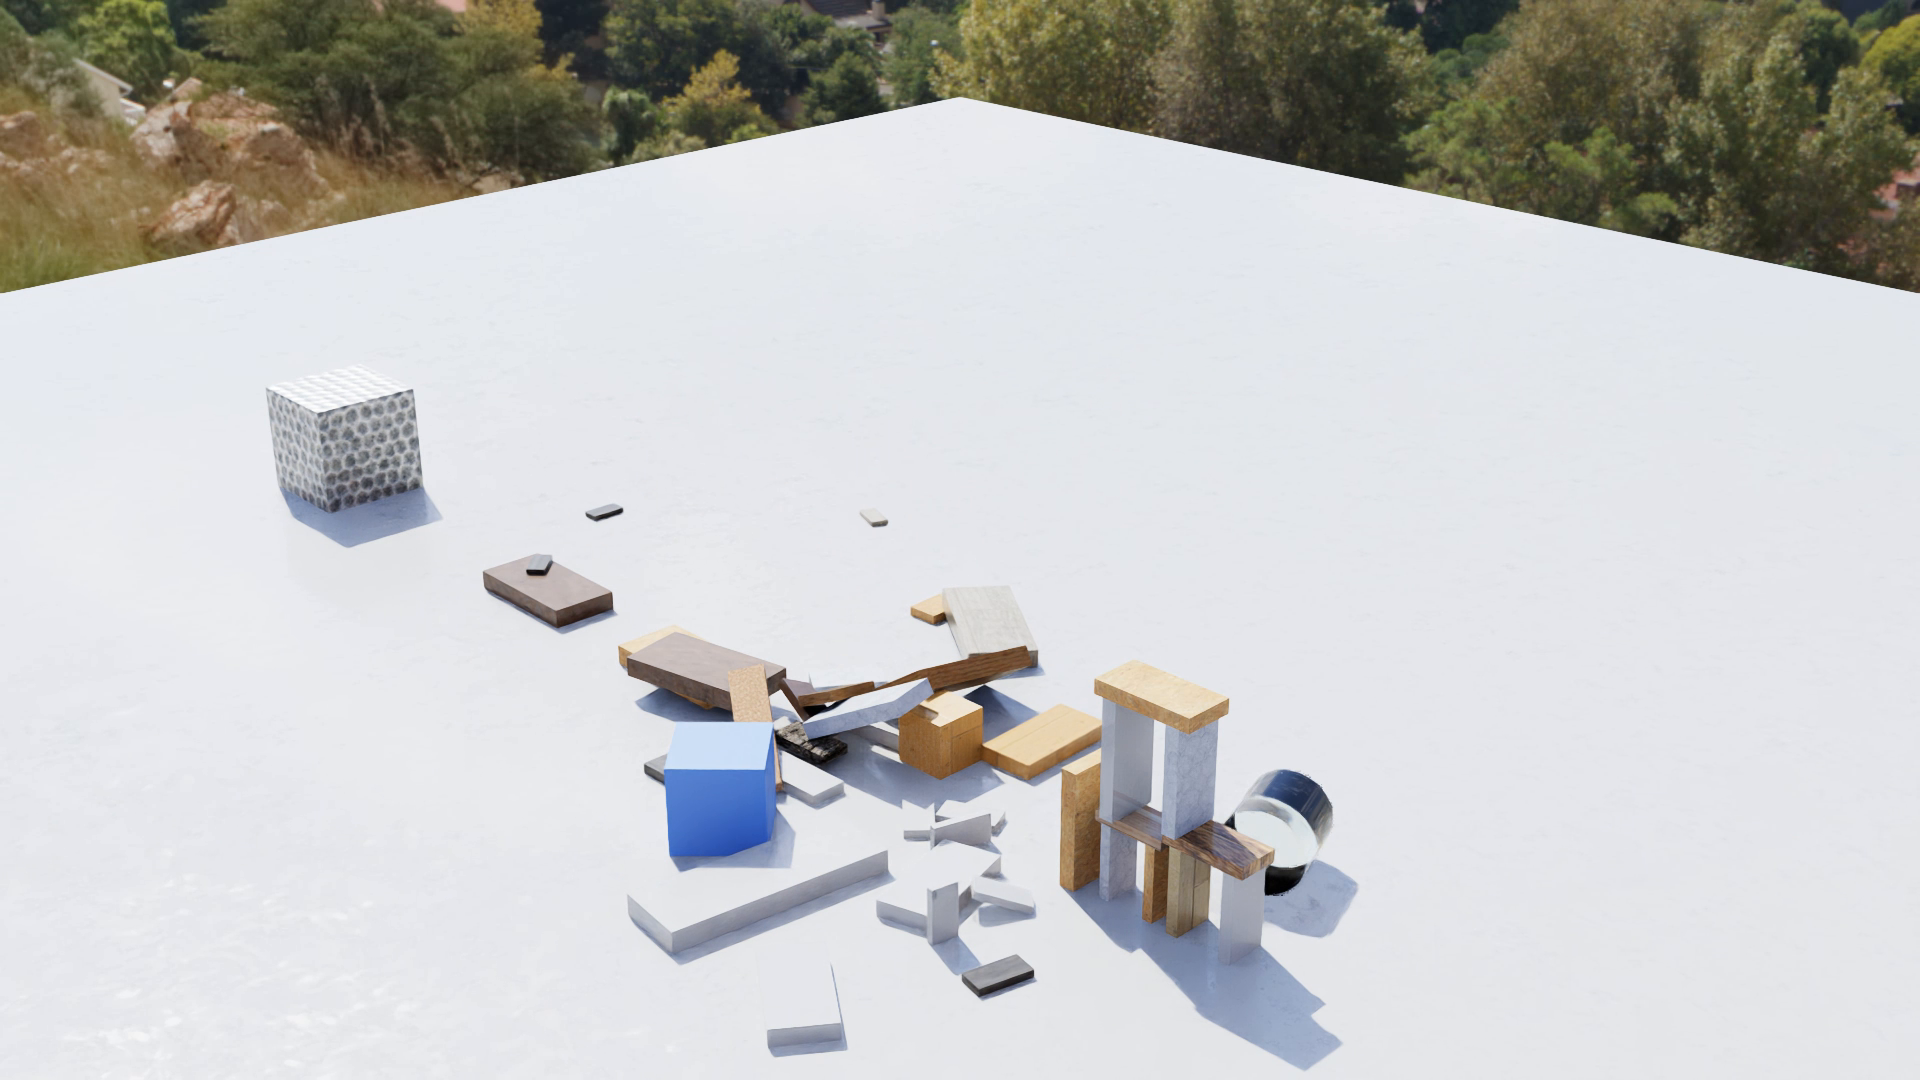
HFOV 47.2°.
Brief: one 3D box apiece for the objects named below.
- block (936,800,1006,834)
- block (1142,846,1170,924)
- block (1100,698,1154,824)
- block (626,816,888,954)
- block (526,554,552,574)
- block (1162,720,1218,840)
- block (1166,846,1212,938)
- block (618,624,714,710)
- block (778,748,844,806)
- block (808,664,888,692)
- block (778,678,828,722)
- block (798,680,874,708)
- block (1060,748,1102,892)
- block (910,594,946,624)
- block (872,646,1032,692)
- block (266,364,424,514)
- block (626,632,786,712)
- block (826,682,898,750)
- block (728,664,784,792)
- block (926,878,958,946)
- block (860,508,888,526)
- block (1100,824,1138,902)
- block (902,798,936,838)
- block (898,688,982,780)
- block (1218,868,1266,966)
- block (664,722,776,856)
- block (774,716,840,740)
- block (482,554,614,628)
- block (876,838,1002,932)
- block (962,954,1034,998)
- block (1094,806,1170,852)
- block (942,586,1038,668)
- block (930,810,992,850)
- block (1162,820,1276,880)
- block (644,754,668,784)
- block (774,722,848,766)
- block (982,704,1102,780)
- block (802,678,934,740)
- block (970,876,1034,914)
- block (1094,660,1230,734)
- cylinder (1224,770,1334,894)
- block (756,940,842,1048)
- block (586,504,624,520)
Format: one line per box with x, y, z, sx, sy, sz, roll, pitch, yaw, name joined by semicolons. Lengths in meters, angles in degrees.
0.021;0.557;4.425;0.127;0.018;0.063;8;24;19;block
0.376;0.624;4.084;0.023;0.161;0.081;21;31;41;block
0.309;0.389;4.055;0.111;0.249;0.031;-21;31;-40;block
-0.379;0.648;4.173;0.479;0.047;0.165;-16;28;-34;block
-1.048;0.061;5.483;0.046;0.013;0.093;1;23;2;block
0.414;0.417;3.953;0.111;0.222;0.031;-21;31;-40;block
0.421;0.630;4.039;0.026;0.184;0.092;21;31;41;block
-0.617;0.287;5.025;0.163;0.046;0.326;-21;31;-40;block
-0.372;0.480;4.598;0.290;0.024;0.084;21;31;40;block
-0.253;0.318;4.980;0.168;0.024;0.084;-5;23;-11;block
-0.329;0.357;4.773;0.076;0.022;0.152;14;23;-39;block
-0.266;0.333;4.761;0.084;0.024;0.168;-11;-1;33;block
0.248;0.530;4.186;0.127;0.254;0.036;-21;31;-40;block
-0.037;0.160;5.356;0.079;0.022;0.158;20;30;39;block
-0.016;0.301;4.821;0.329;0.047;0.165;-10;-11;-44;block
-1.694;-0.283;6.058;0.289;0.289;0.289;-20;30;-39;block
-0.564;0.293;4.894;0.326;0.046;0.163;15;27;32;block
-0.185;0.385;4.806;0.258;0.037;0.129;16;28;34;block
-0.433;0.399;4.639;0.079;0.022;0.357;-13;41;-2;block
-0.031;0.678;4.013;0.058;0.117;0.017;-15;27;-32;block
-0.232;-0.061;5.889;0.046;0.013;0.093;-10;25;-22;block
0.300;0.594;4.154;0.023;0.161;0.081;21;31;41;block
-0.083;0.559;4.421;0.063;0.018;0.127;-1;23;-2;block
-0.041;0.408;4.639;0.125;0.125;0.125;-21;31;-40;block
0.508;0.664;3.959;0.026;0.184;0.092;21;31;41;block
-0.472;0.492;4.353;0.194;0.194;0.194;0;23;0;block
-0.345;0.422;4.739;0.152;0.022;0.076;14;27;30;block
-1.016;0.122;5.414;0.163;0.046;0.326;-20;30;-39;block
-0.038;0.655;4.171;0.127;0.036;0.254;12;26;27;block
0.068;0.775;3.914;0.117;0.017;0.059;-14;27;-29;block
0.338;0.525;4.083;0.081;0.023;0.161;-21;31;-40;block
0.068;0.205;5.187;0.165;0.047;0.329;-2;26;-11;block
0.001;0.576;4.323;0.127;0.063;0.018;-12;26;-26;block
0.464;0.550;3.958;0.092;0.026;0.185;-21;31;-40;block
-0.578;0.489;4.580;0.158;0.022;0.079;21;31;41;block
-0.319;0.430;4.664;0.152;0.022;0.076;20;29;38;block
0.181;0.430;4.701;0.129;0.037;0.258;20;31;38;block
-0.194;0.355;4.626;0.258;0.037;0.129;-17;9;36;block
0.079;0.665;4.125;0.117;0.017;0.059;16;21;-9;block
0.361;0.280;3.952;0.222;0.031;0.111;21;31;41;block
0.605;0.559;4.217;0.177;0.177;0.177;11;25;24;cylinder
-0.285;0.792;3.849;0.127;0.036;0.254;-4;23;-9;block
-0.957;-0.076;5.923;0.093;0.013;0.046;-20;30;-39;block
